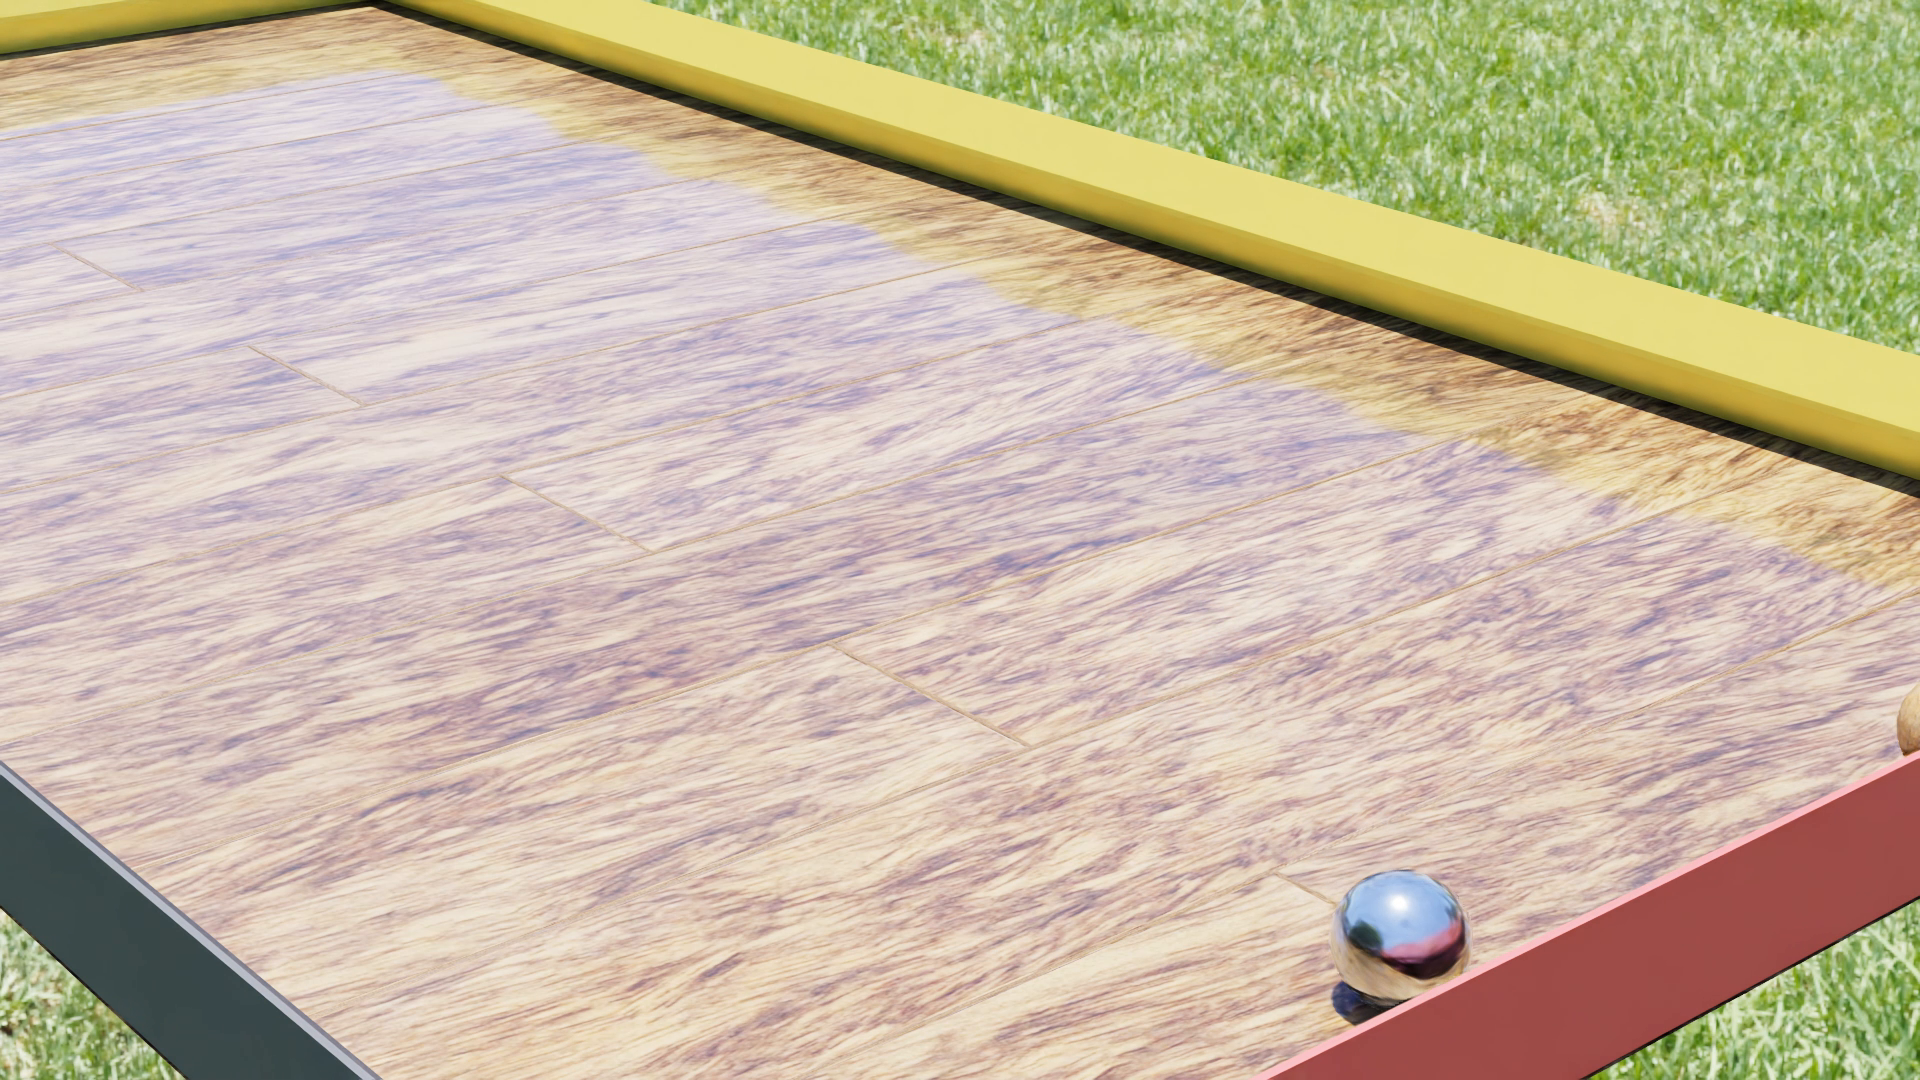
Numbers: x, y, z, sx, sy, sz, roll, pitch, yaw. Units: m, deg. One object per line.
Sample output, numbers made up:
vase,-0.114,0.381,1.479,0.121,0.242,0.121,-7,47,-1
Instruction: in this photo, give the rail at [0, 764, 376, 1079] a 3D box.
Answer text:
rail,-1.160,-0.055,2.556,0.045,0.115,3.306,-17,28,-36

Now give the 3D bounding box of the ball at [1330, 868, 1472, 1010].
ball,0.275,0.250,1.838,0.088,0.088,0.088,0,22,0

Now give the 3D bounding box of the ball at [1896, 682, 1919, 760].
ball,0.721,0.136,2.125,0.085,0.085,0.085,0,22,0

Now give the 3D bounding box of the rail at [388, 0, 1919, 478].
rail,0.102,-0.448,3.532,0.045,0.115,3.306,-17,28,-36

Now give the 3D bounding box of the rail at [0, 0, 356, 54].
rail,-1.572,-0.719,4.204,1.691,0.115,0.045,-17,28,-36

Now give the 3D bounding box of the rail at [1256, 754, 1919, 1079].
rail,0.514,0.217,1.883,1.691,0.115,0.045,-17,28,-36
